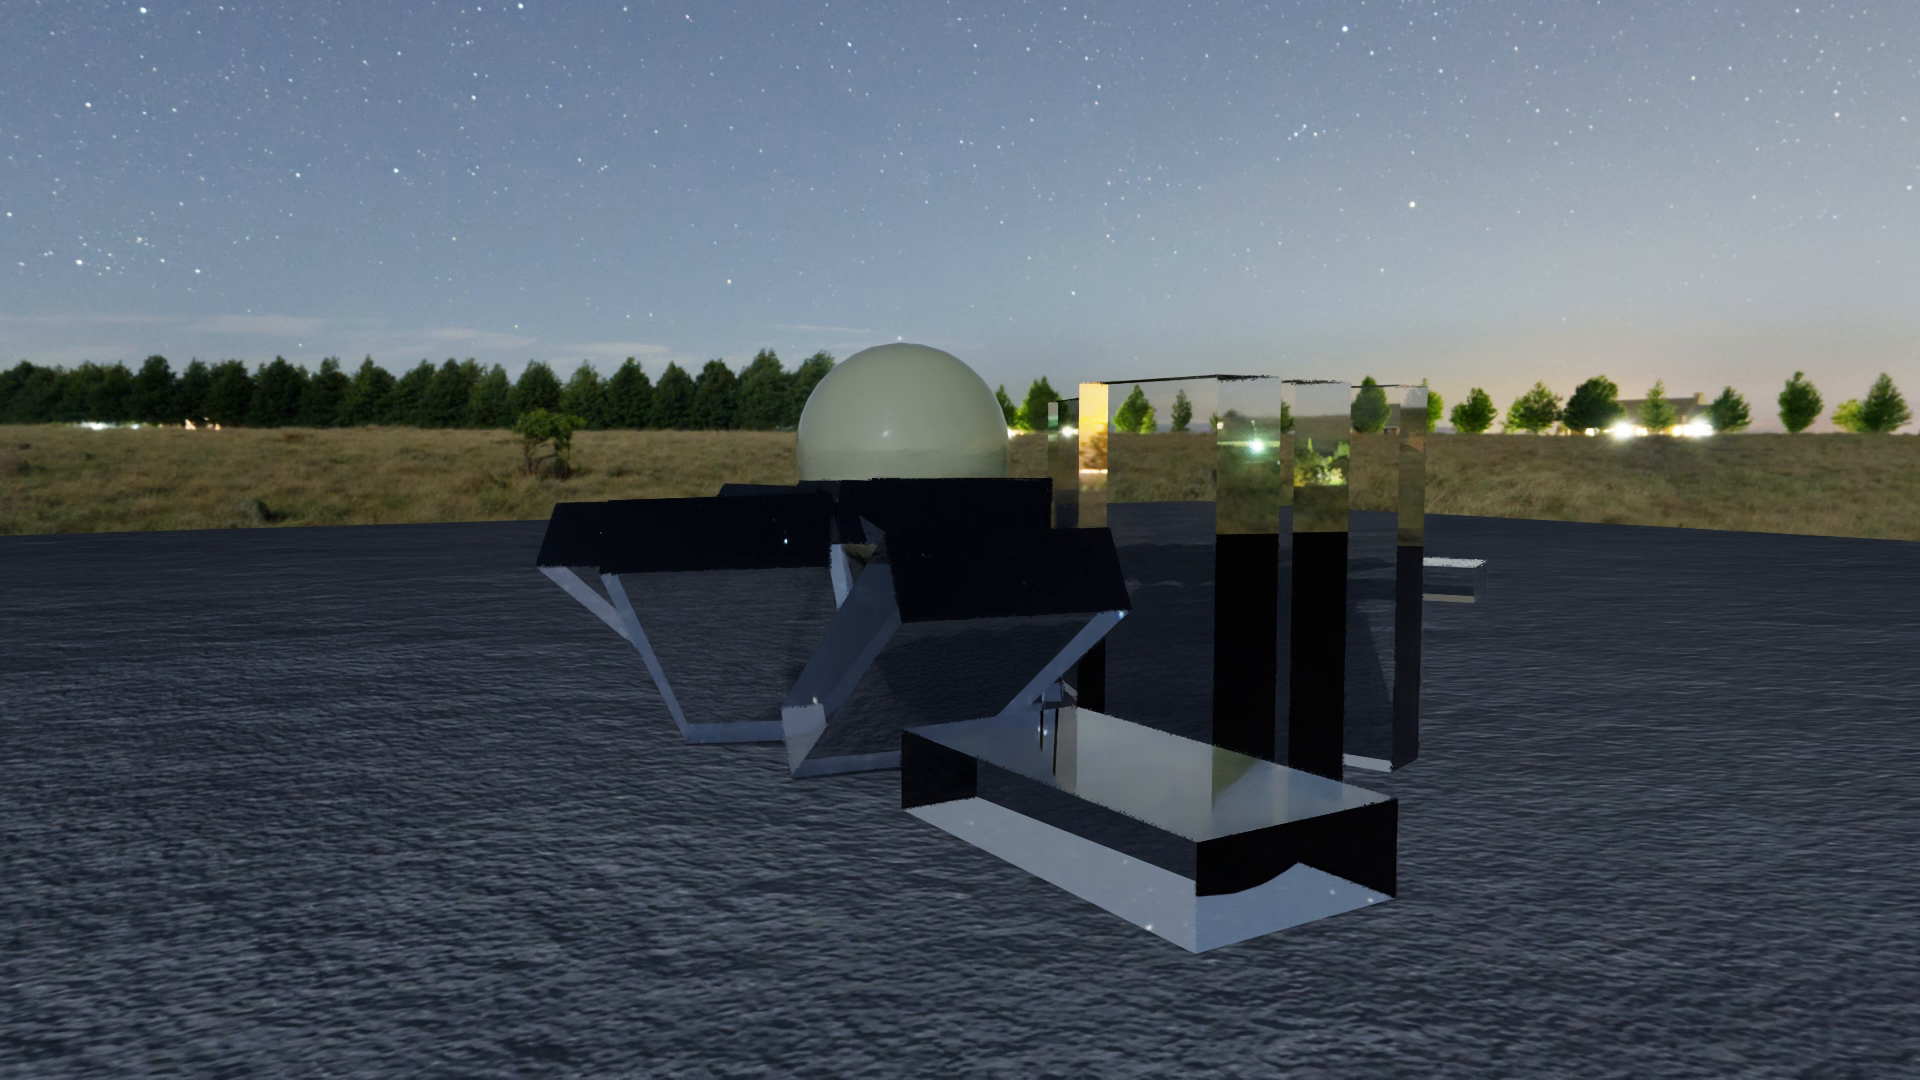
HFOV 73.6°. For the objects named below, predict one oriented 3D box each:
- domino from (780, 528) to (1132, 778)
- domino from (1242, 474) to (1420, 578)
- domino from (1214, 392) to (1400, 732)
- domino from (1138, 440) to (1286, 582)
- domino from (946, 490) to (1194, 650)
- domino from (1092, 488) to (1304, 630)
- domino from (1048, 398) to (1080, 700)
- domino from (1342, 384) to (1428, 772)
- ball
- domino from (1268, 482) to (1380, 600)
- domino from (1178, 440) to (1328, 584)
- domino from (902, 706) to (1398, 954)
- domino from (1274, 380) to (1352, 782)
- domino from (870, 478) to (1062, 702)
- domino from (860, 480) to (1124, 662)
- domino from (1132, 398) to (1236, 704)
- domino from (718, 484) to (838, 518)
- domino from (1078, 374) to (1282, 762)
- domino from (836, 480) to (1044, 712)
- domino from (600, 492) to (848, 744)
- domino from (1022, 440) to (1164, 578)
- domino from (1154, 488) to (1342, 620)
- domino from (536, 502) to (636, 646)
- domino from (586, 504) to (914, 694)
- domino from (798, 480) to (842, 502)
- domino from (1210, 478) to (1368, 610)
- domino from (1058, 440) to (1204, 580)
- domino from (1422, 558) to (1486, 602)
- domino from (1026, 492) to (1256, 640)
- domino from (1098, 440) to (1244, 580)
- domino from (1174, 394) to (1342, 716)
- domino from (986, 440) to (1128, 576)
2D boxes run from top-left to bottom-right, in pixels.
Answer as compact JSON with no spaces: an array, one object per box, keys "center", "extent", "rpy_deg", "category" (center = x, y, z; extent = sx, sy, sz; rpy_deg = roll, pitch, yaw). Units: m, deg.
[{"center":[-0.003,0.014,0.149],"extent":[0.025,0.010,0.050],"rpy_deg":[-2,-26,-22],"category":"domino"},{"center":[0.110,-0.004,0.386],"extent":[0.050,0.010,0.025],"rpy_deg":[-23,-12,7],"category":"domino"},{"center":[0.052,0.003,0.195],"extent":[0.025,0.050,0.010],"rpy_deg":[-1,4,-13],"category":"domino"},{"center":[0.078,-0.009,0.397],"extent":[0.009,0.050,0.025],"rpy_deg":[45,19,14],"category":"domino"},{"center":[0.023,0.006,0.259],"extent":[0.025,0.009,0.050],"rpy_deg":[4,-25,46],"category":"domino"},{"center":[0.054,0.005,0.286],"extent":[0.025,0.009,0.050],"rpy_deg":[5,-23,42],"category":"domino"},{"center":[0.023,0.001,0.222],"extent":[0.010,0.050,0.025],"rpy_deg":[-1,4,-8],"category":"domino"},{"center":[0.049,0.004,0.176],"extent":[0.025,0.050,0.010],"rpy_deg":[4,6,39],"category":"domino"},{"center":[-0.021,-0.033,0.480],"extent":[0.080,0.080,0.080],"rpy_deg":[0,4,0],"category":"ball"},{"center":[0.095,0.001,0.333],"extent":[0.025,0.009,0.050],"rpy_deg":[5,-22,19],"category":"domino"},{"center":[0.090,-0.009,0.392],"extent":[0.009,0.050,0.025],"rpy_deg":[45,19,14],"category":"domino"},{"center":[0.017,0.028,0.135],"extent":[0.025,0.009,0.050],"rpy_deg":[-3,5,-32],"category":"domino"},{"center":[0.037,0.005,0.166],"extent":[0.009,0.050,0.025],"rpy_deg":[-3,5,-32],"category":"domino"},{"center":[0.002,0.009,0.194],"extent":[0.025,0.010,0.050],"rpy_deg":[0,-33,7],"category":"domino"},{"center":[0.007,0.006,0.244],"extent":[0.025,0.010,0.050],"rpy_deg":[4,-28,45],"category":"domino"},{"center":[0.039,0.001,0.222],"extent":[0.009,0.050,0.025],"rpy_deg":[2,5,29],"category":"domino"},{"center":[-0.018,0.008,0.222],"extent":[0.025,0.009,0.050],"rpy_deg":[4,-28,45],"category":"domino"},{"center":[0.026,0.006,0.154],"extent":[0.010,0.050,0.025],"rpy_deg":[-3,5,-31],"category":"domino"},{"center":[-0.001,0.010,0.178],"extent":[0.025,0.010,0.050],"rpy_deg":[1,-32,5],"category":"domino"},{"center":[-0.027,0.012,0.163],"extent":[0.025,0.009,0.050],"rpy_deg":[-2,-30,-1],"category":"domino"},{"center":[0.043,-0.010,0.412],"extent":[0.010,0.050,0.025],"rpy_deg":[45,19,14],"category":"domino"},{"center":[0.068,0.004,0.301],"extent":[0.025,0.010,0.050],"rpy_deg":[3,-24,38],"category":"domino"},{"center":[-0.035,0.011,0.185],"extent":[0.025,0.010,0.050],"rpy_deg":[-1,-28,19],"category":"domino"},{"center":[-0.033,0.010,0.209],"extent":[0.025,0.010,0.050],"rpy_deg":[3,-25,40],"category":"domino"},{"center":[-0.007,0.007,0.234],"extent":[0.025,0.010,0.050],"rpy_deg":[3,-29,46],"category":"domino"},{"center":[0.081,0.002,0.313],"extent":[0.025,0.009,0.050],"rpy_deg":[7,-22,32],"category":"domino"},{"center":[0.054,-0.010,0.406],"extent":[0.009,0.050,0.025],"rpy_deg":[45,18,14],"category":"domino"},{"center":[0.122,0.010,0.366],"extent":[0.050,0.009,0.025],"rpy_deg":[2,5,29],"category":"domino"},{"center":[0.039,0.006,0.273],"extent":[0.025,0.010,0.050],"rpy_deg":[4,-23,45],"category":"domino"},{"center":[0.066,-0.009,0.402],"extent":[0.009,0.050,0.025],"rpy_deg":[45,19,14],"category":"domino"},{"center":[0.048,0.002,0.208],"extent":[0.025,0.050,0.010],"rpy_deg":[-2,5,-23],"category":"domino"},{"center":[0.032,-0.011,0.418],"extent":[0.009,0.050,0.025],"rpy_deg":[45,19,14],"category":"domino"}]
